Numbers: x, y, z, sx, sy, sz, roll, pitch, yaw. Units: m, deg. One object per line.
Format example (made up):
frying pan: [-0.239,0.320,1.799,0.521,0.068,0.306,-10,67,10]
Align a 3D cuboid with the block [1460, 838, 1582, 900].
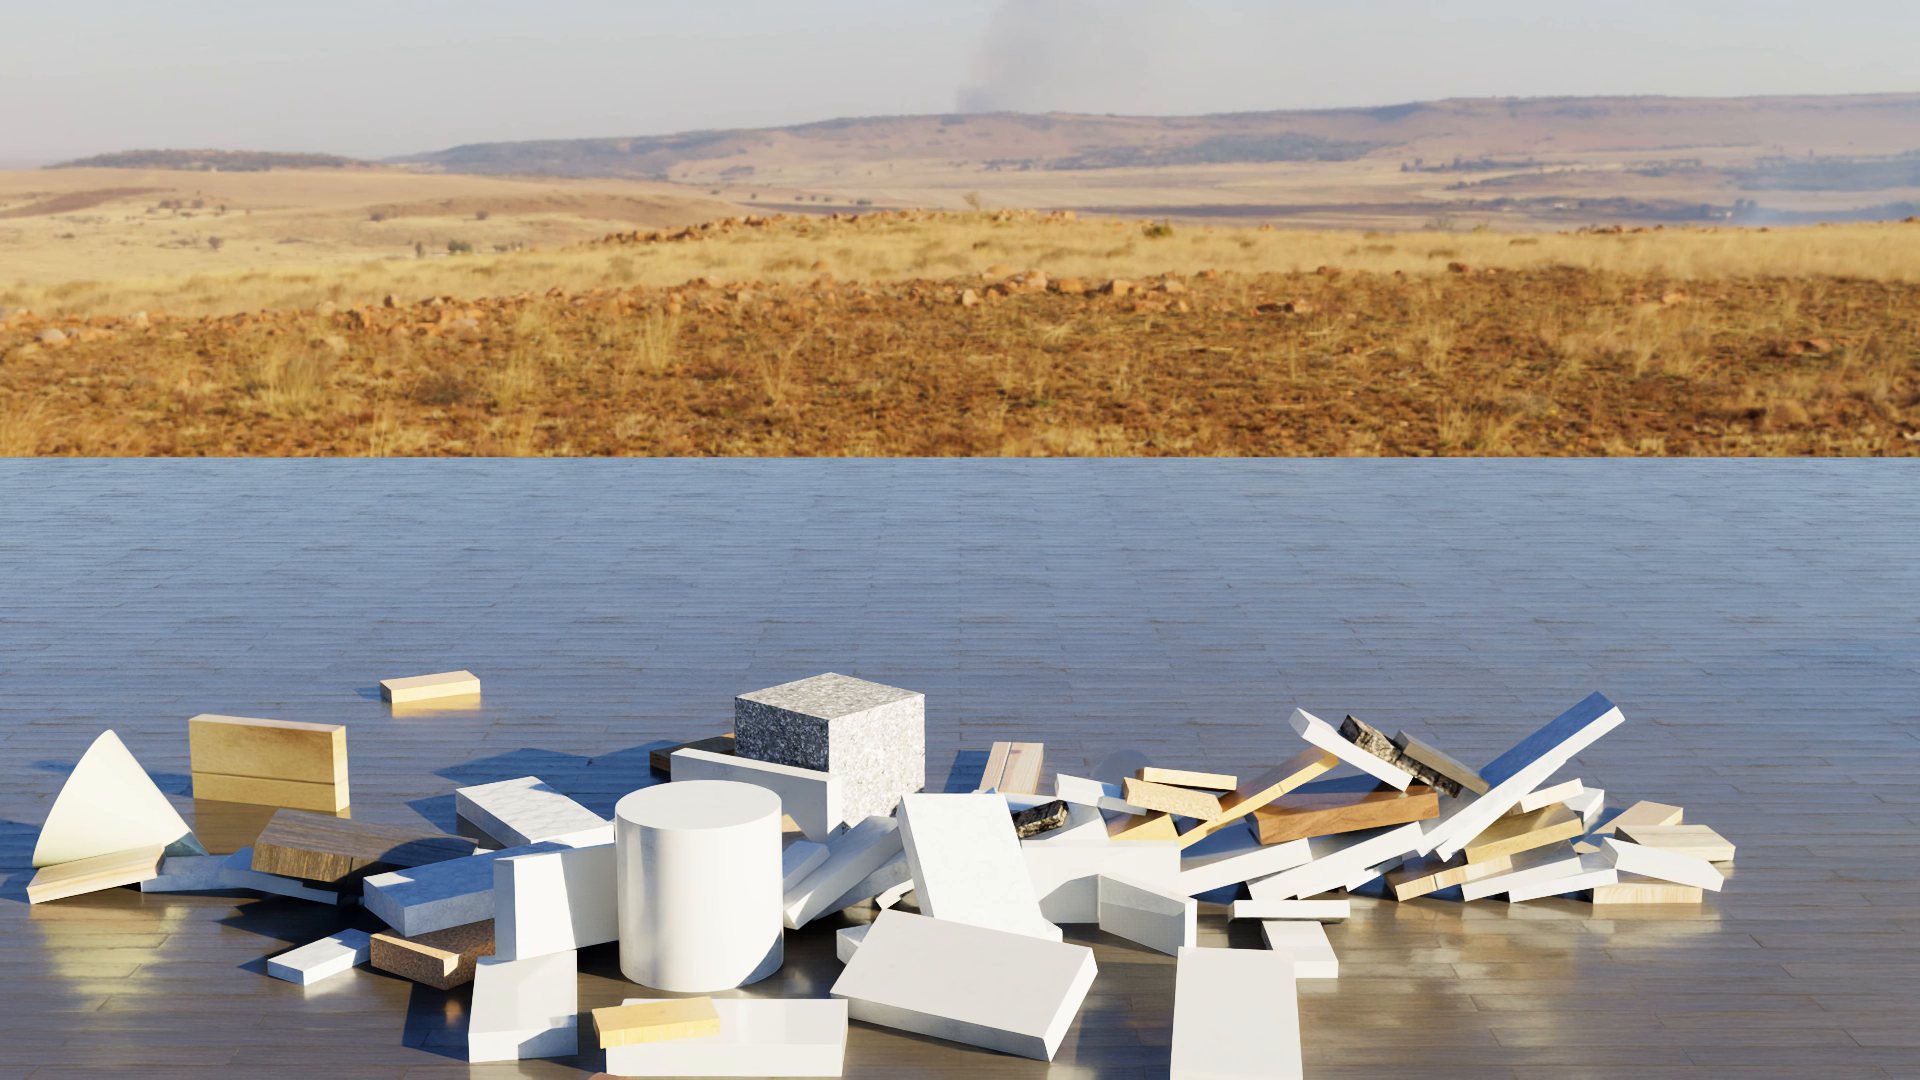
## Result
block: [0.925,0.546,3.653,0.194,0.028,0.097,-15,10,8]

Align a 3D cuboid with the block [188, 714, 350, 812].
block: [-1.307,0.421,4.158,0.309,0.154,0.044,3,11,16]

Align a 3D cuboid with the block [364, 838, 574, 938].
block: [-0.755,0.549,3.497,0.336,0.048,0.168,-8,13,-35]

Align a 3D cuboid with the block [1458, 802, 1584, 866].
block: [0.925,0.487,3.657,0.194,0.028,0.097,-16,10,1]

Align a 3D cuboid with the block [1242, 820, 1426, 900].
block: [0.612,0.518,3.660,0.296,0.042,0.148,-21,11,1]

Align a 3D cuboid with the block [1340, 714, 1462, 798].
block: [0.734,0.360,3.658,0.198,0.028,0.099,28,7,-9]

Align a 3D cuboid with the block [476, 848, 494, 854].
block: [-0.844,0.553,3.832,0.097,0.014,0.049,4,11,19]

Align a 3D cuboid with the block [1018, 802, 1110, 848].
block: [0.087,0.513,3.631,0.316,0.045,0.158,-22,11,3]

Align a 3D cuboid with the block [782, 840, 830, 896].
block: [-0.289,0.540,3.536,0.156,0.022,0.078,-37,22,-34]

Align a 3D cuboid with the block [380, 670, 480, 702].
block: [-1.201,0.332,4.982,0.200,0.028,0.100,-6,12,-29]

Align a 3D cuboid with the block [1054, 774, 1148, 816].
block: [0.233,0.421,3.633,0.149,0.021,0.074,11,11,-2]

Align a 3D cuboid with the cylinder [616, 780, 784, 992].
cylinder: [-0.395,0.522,3.349,0.250,0.250,0.250,0,11,0]

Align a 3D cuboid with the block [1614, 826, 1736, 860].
block: [1.250,0.530,3.849,0.182,0.026,0.091,2,16,-17]

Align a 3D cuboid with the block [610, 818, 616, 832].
block: [-0.604,0.515,4.036,0.049,0.014,0.097,4,11,22]

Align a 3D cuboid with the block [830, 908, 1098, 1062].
block: [0.005,0.629,3.129,0.340,0.048,0.170,6,39,28]

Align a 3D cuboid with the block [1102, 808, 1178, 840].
block: [0.201,0.510,3.656,0.316,0.045,0.158,-22,10,4]

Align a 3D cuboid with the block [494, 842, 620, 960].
block: [-0.594,0.546,3.351,0.041,0.146,0.292,-4,-4,30]

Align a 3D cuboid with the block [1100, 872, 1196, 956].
block: [0.293,0.586,3.442,0.026,0.090,0.180,-10,14,-42]

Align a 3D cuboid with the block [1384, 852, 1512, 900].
block: [0.812,0.547,3.675,0.194,0.028,0.097,-17,10,0]

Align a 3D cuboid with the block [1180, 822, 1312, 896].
block: [0.425,0.531,3.658,0.296,0.042,0.148,-16,11,1]

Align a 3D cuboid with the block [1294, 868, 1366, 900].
block: [0.610,0.565,3.671,0.120,0.017,0.060,-16,11,-6]

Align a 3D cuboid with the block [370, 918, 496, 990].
block: [-0.730,0.610,3.433,0.168,0.048,0.336,8,13,36]

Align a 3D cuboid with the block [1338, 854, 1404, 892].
block: [0.681,0.555,3.709,0.120,0.017,0.060,-21,13,-24]

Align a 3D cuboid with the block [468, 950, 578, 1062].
block: [-0.623,0.665,3.153,0.146,0.041,0.292,-2,11,-10]

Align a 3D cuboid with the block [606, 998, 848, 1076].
block: [-0.317,0.685,3.034,0.316,0.045,0.158,0,11,0]

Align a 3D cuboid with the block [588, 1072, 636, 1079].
block: [-0.461,0.745,2.719,0.146,0.041,0.292,4,11,22]

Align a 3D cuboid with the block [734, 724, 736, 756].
block: [-0.302,0.404,4.246,0.044,0.155,0.310,10,14,43]

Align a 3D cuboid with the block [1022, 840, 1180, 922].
block: [0.225,0.550,3.540,0.253,0.126,0.036,0,11,0]

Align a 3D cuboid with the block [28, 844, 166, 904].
block: [-1.442,0.557,3.680,0.202,0.029,0.101,-11,12,-8]

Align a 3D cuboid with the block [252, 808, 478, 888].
block: [-0.980,0.520,3.640,0.336,0.048,0.168,10,11,-6]

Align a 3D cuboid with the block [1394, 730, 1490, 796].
block: [0.795,0.368,3.635,0.154,0.022,0.077,28,8,-6]

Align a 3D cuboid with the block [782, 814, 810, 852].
block: [-0.369,0.539,3.623,0.252,0.036,0.126,-18,33,-24]

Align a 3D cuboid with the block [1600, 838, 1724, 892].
block: [1.167,0.540,3.662,0.179,0.025,0.090,13,10,-2]

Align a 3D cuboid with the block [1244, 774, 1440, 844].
block: [0.628,0.440,3.650,0.296,0.042,0.148,-8,11,-2]
